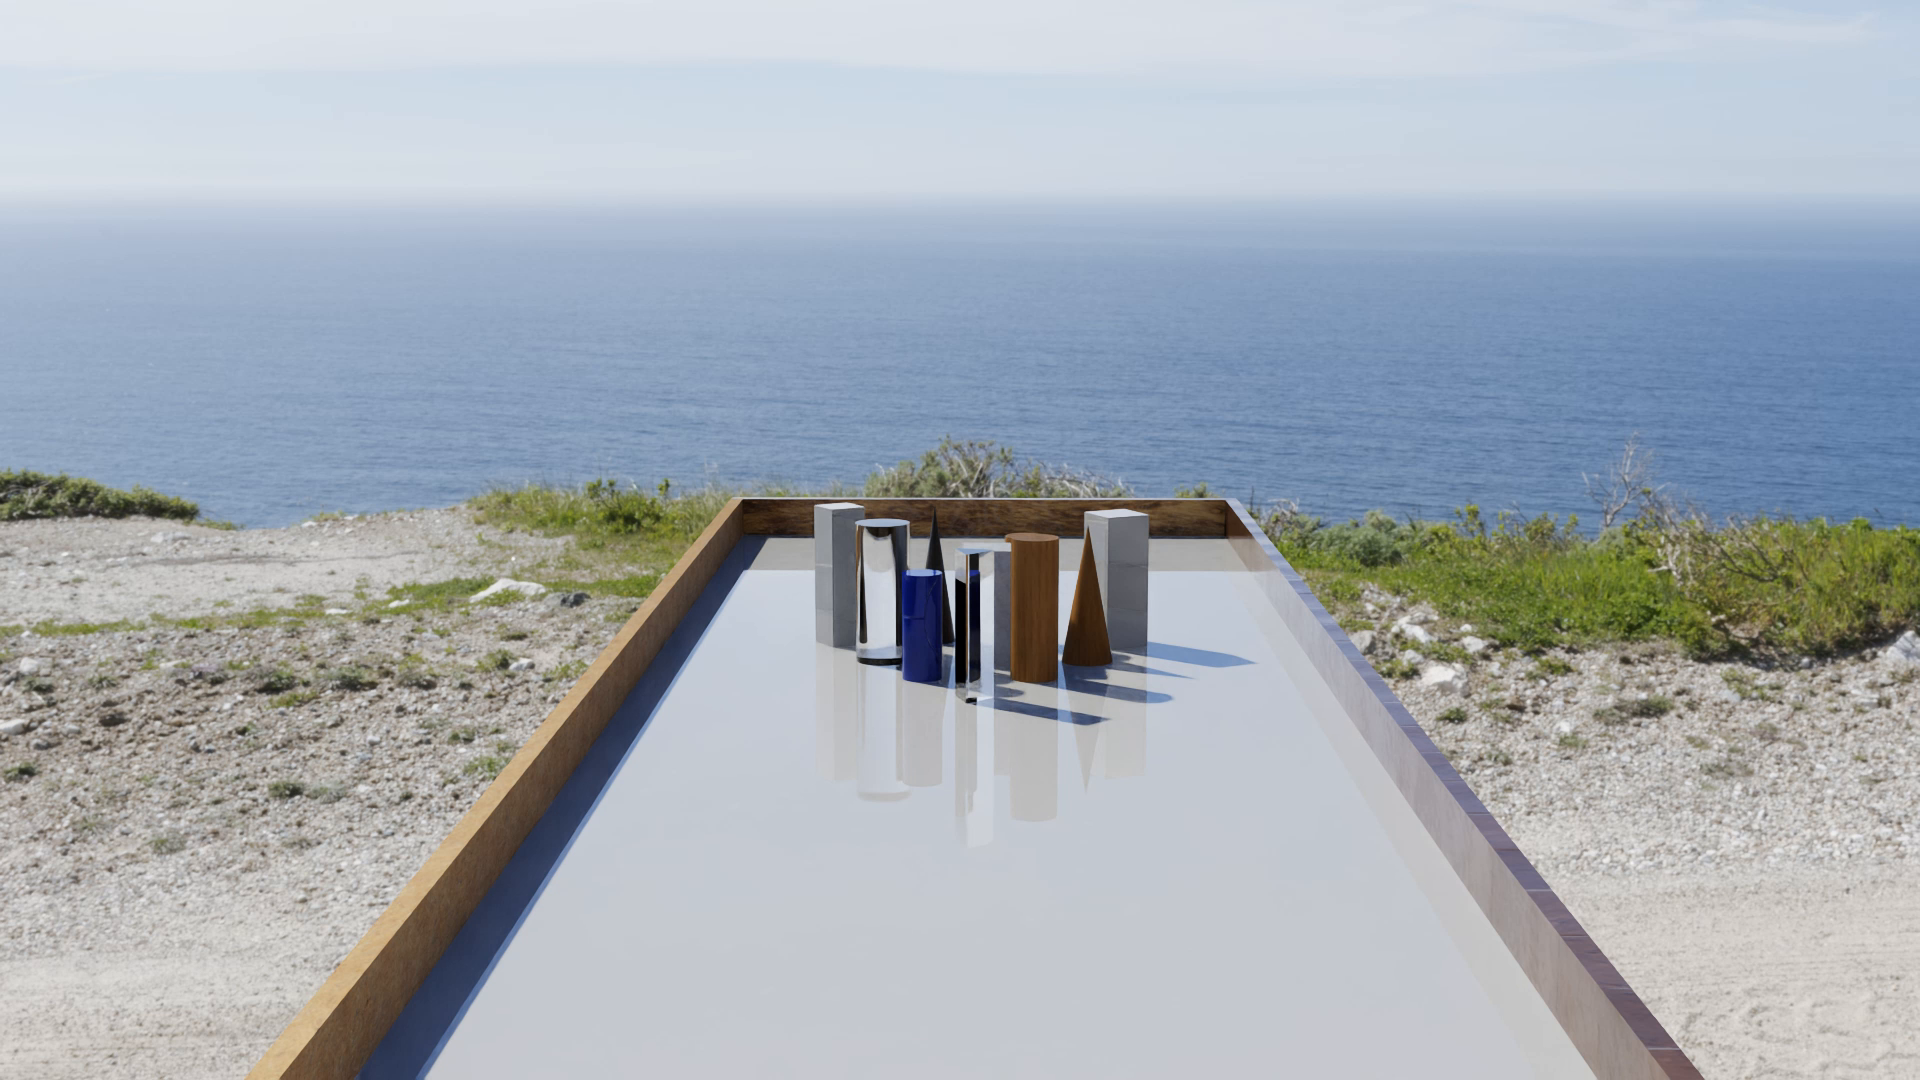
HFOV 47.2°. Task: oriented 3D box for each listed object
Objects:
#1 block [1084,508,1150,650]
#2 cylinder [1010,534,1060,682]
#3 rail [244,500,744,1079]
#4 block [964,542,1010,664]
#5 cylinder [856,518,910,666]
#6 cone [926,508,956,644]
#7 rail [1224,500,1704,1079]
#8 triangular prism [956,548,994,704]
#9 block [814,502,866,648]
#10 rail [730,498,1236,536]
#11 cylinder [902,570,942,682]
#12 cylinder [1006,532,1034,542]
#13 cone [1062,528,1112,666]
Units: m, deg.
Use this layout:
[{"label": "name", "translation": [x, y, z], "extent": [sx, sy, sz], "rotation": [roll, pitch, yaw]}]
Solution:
[{"label": "block", "translation": [0.490, 0.122, 6.909], "extent": [0.147, 0.416, 0.147], "rotation": [-4, 10, -26]}, {"label": "cylinder", "translation": [0.218, 0.198, 6.426], "extent": [0.140, 0.417, 0.140], "rotation": [0, 9, 0]}, {"label": "rail", "translation": [-1.004, 0.839, 3.234], "extent": [0.050, 0.150, 12.000], "rotation": [0, 9, 1]}, {"label": "block", "translation": [0.092, 0.192, 6.697], "extent": [0.164, 0.345, 0.164], "rotation": [0, 9, 0]}, {"label": "cylinder", "translation": [-0.234, 0.157, 6.667], "extent": [0.165, 0.424, 0.165], "rotation": [0, 9, 0]}, {"label": "cone", "translation": [-0.080, 0.105, 6.959], "extent": [0.129, 0.434, 0.129], "rotation": [0, 9, 0]}, {"label": "rail", "translation": [1.046, 0.843, 3.208], "extent": [0.050, 0.150, 12.000], "rotation": [0, 9, 1]}, {"label": "triangular prism", "translation": [0.023, 0.237, 6.171], "extent": [0.095, 0.421, 0.110], "rotation": [9, 12, 43]}, {"label": "block", "translation": [-0.378, 0.109, 6.929], "extent": [0.117, 0.436, 0.117], "rotation": [-6, 11, -31]}, {"label": "rail", "translation": [0.099, -0.098, 9.147], "extent": [2.100, 0.150, 0.050], "rotation": [0, 9, 1]}, {"label": "cylinder", "translation": [-0.111, 0.250, 6.430], "extent": [0.118, 0.314, 0.118], "rotation": [0, 9, 0]}, {"label": "cylinder", "translation": [0.204, 0.157, 6.918], "extent": [0.125, 0.345, 0.125], "rotation": [0, 9, 0]}, {"label": "cone", "translation": [0.386, 0.160, 6.655], "extent": [0.155, 0.422, 0.155], "rotation": [0, 9, 0]}]
